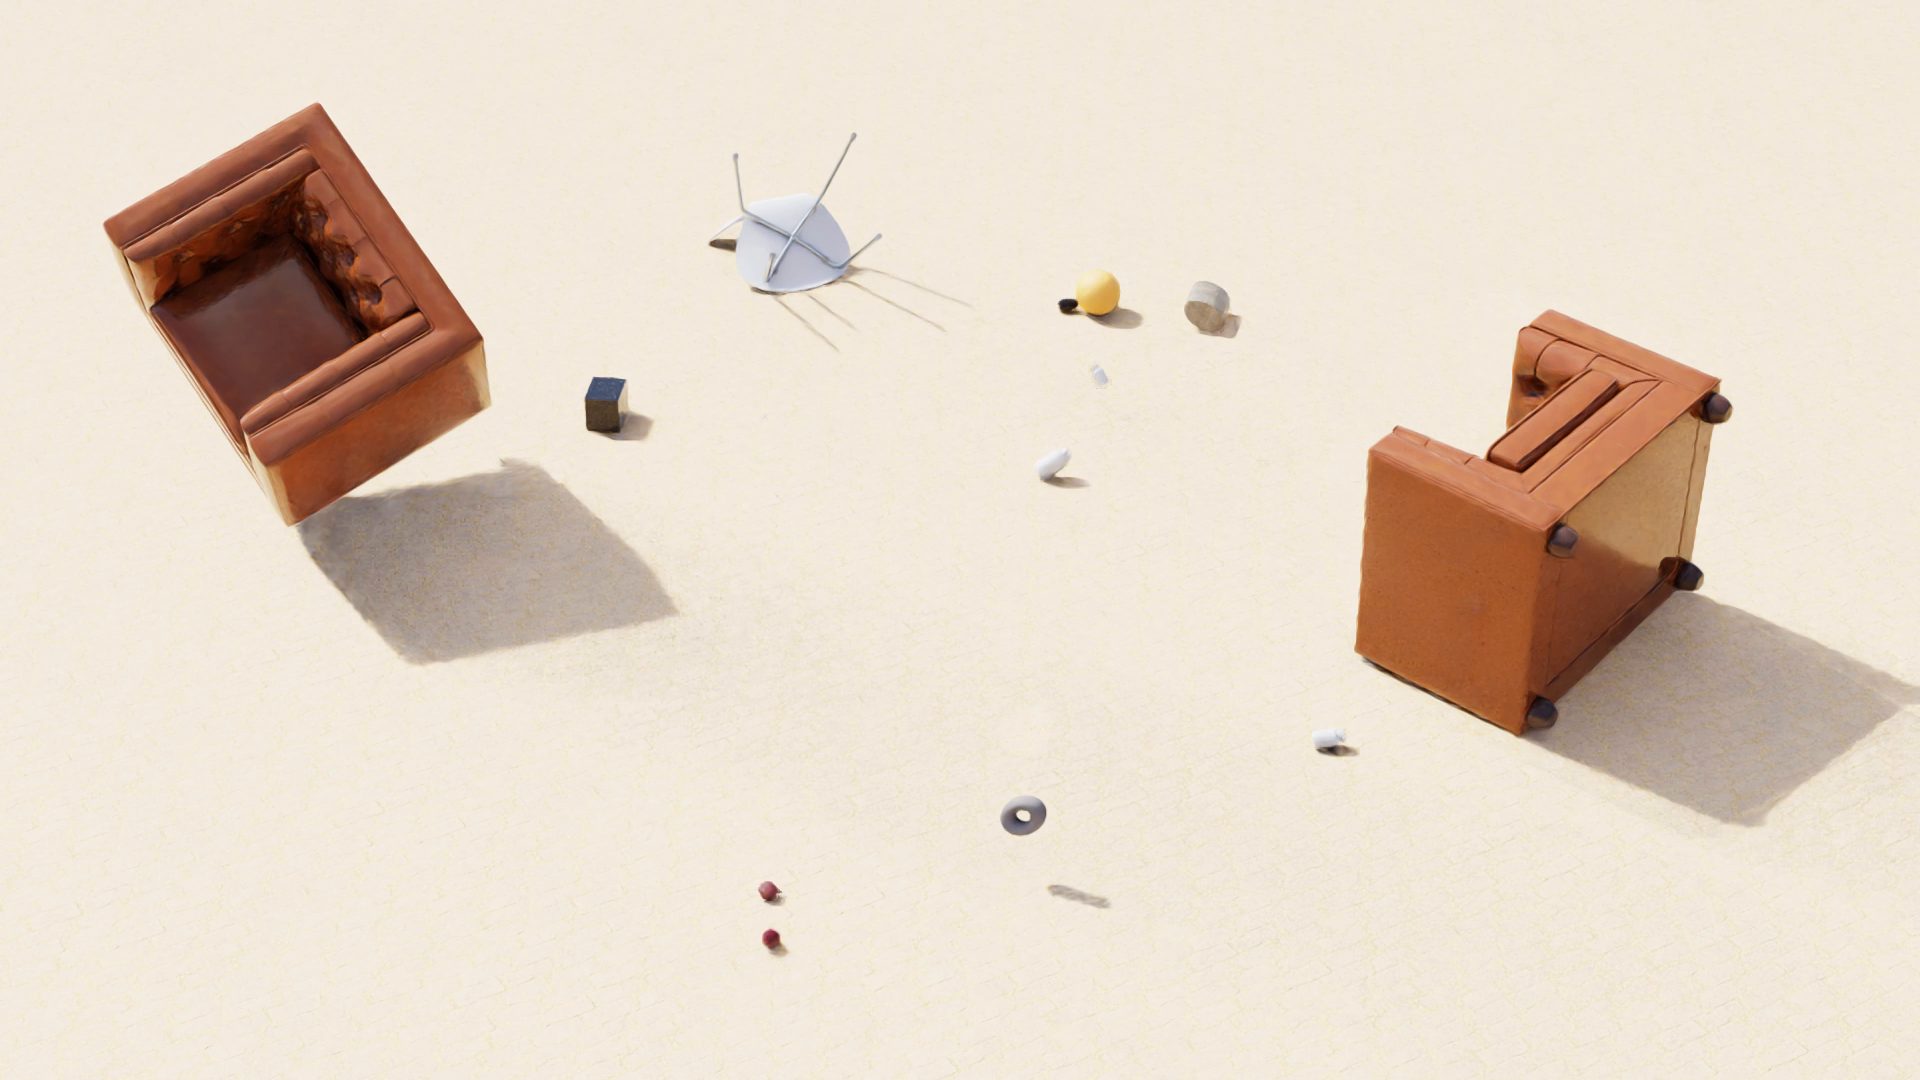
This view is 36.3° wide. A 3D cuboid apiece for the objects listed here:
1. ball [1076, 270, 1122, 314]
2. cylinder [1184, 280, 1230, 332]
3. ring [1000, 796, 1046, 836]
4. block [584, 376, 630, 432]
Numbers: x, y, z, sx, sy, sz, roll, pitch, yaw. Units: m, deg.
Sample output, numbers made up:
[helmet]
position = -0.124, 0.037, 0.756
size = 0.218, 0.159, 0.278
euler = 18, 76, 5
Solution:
[ball]
position = 0.583, -1.045, 12.355
size = 0.193, 0.193, 0.193
euler = 0, 33, 0
[cylinder]
position = 1.039, -0.982, 12.305
size = 0.186, 0.122, 0.180
euler = 33, 35, -6
[ring]
position = 0.199, 0.865, 9.204
size = 0.170, 0.126, 0.059
euler = -33, 7, 33
[block]
position = -1.400, -0.536, 11.624
size = 0.135, 0.148, 0.175
euler = 3, 34, 5
